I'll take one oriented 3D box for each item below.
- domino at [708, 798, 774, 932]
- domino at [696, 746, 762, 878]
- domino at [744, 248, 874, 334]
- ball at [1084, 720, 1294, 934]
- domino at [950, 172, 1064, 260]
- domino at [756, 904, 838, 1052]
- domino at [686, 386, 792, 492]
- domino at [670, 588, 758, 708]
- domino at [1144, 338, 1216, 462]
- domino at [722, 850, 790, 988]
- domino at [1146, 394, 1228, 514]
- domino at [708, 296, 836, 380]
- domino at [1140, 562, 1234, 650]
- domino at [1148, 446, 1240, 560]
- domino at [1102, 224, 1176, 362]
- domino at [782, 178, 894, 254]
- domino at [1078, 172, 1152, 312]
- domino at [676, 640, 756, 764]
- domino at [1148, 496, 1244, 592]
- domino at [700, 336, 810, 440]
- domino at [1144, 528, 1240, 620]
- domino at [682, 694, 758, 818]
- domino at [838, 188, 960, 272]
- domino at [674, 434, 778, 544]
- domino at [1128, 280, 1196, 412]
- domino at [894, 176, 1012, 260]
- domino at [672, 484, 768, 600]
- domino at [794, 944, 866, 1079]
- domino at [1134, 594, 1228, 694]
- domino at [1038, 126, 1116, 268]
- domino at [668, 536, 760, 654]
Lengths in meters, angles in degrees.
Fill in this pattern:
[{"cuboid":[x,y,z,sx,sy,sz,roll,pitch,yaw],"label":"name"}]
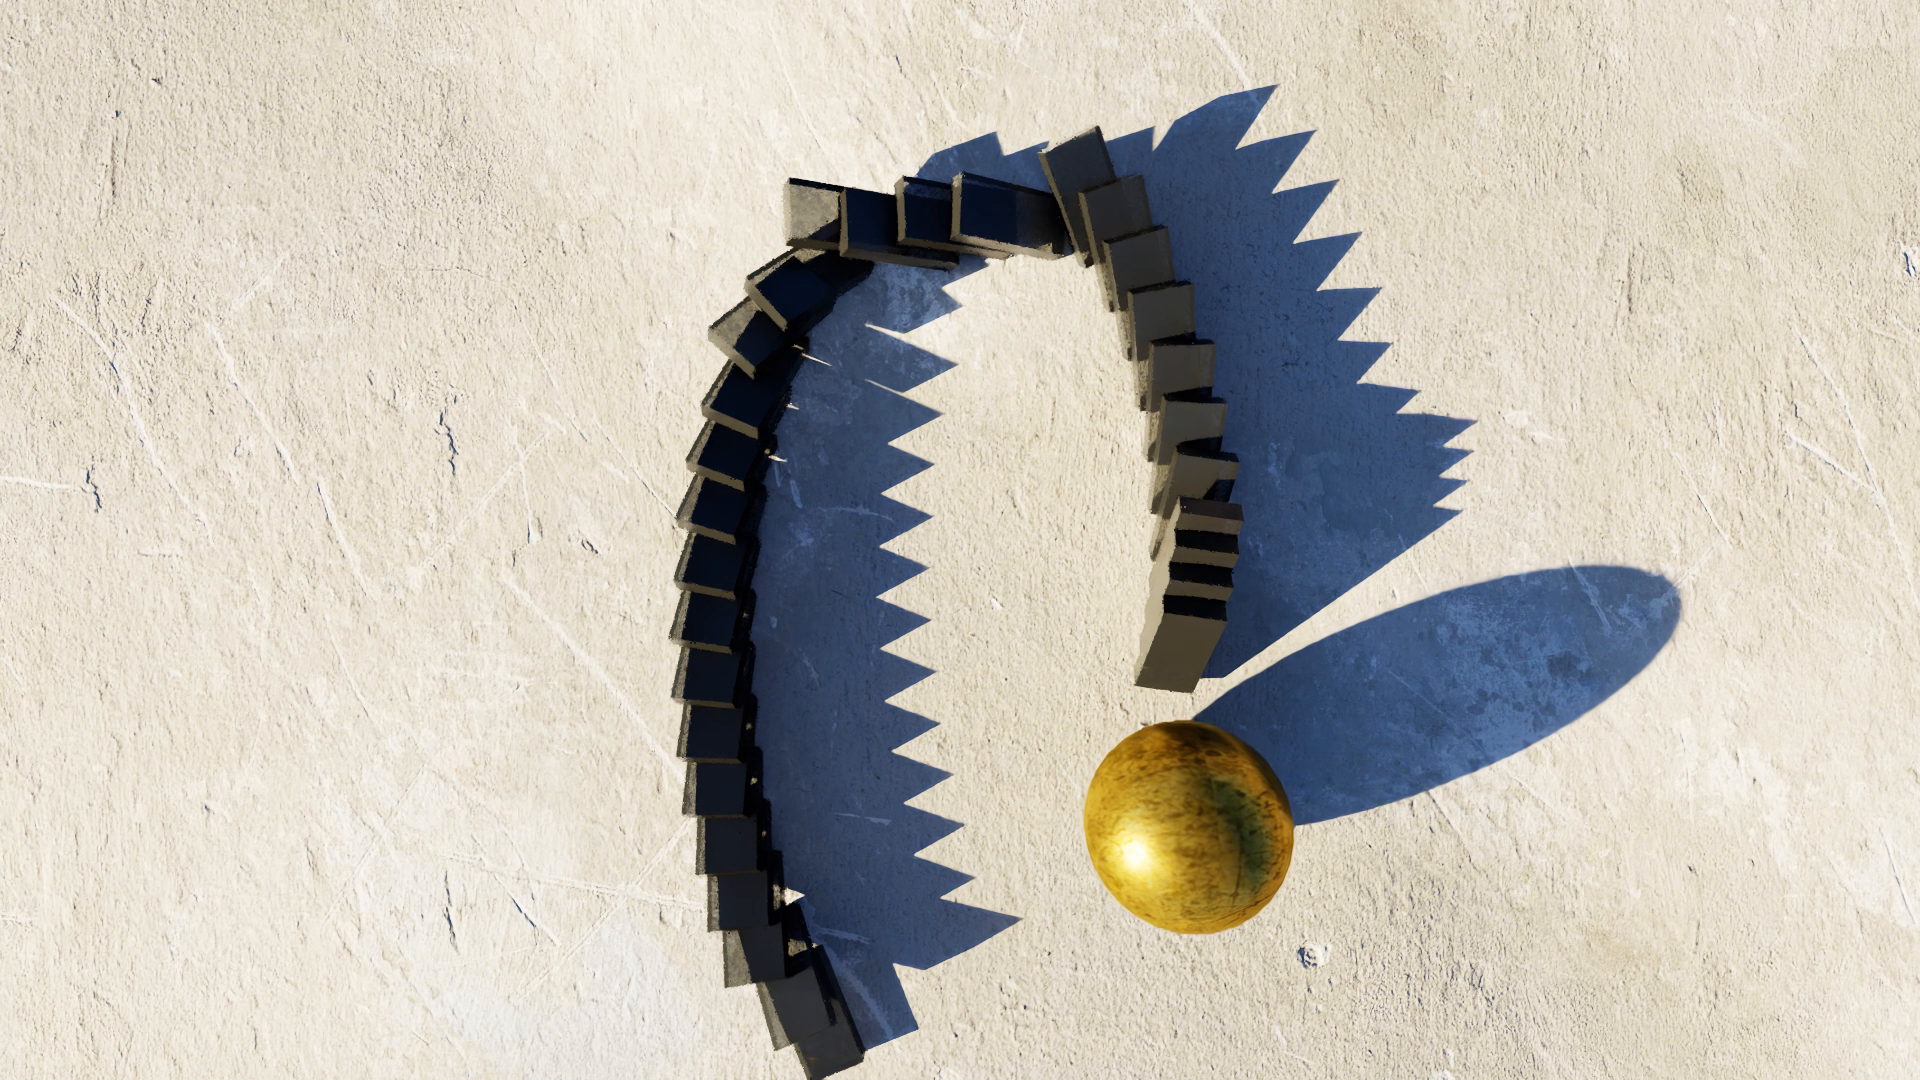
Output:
[{"cuboid":[-0.092,0.136,0.385,0.025,0.010,0.050,-7,65,0],"label":"domino"},{"cuboid":[-0.097,0.114,0.385,0.025,0.010,0.050,-5,65,0],"label":"domino"},{"cuboid":[-0.063,-0.111,0.385,0.025,0.010,0.050,48,64,0],"label":"domino"},{"cuboid":[0.089,0.112,0.360,0.080,0.080,0.080,0,90,0],"label":"ball"},{"cuboid":[0.020,-0.135,0.384,0.050,0.010,0.025,2,90,-27],"label":"domino"},{"cuboid":[-0.072,0.183,0.385,0.025,0.009,0.050,-25,66,-1],"label":"domino"},{"cuboid":[-0.092,-0.047,0.385,0.025,0.009,0.050,20,65,0],"label":"domino"},{"cuboid":[-0.103,0.044,0.385,0.025,0.010,0.050,5,65,0],"label":"domino"},{"cuboid":[0.092,-0.058,0.385,0.025,0.009,0.050,-2,116,0],"label":"domino"},{"cuboid":[-0.087,0.159,0.386,0.025,0.010,0.050,-10,66,0],"label":"domino"},{"cuboid":[0.095,-0.035,0.385,0.025,0.010,0.050,3,115,0],"label":"domino"},{"cuboid":[-0.079,-0.093,0.384,0.025,0.009,0.050,41,63,1],"label":"domino"},{"cuboid":[0.092,0.031,0.379,0.025,0.050,0.010,8,46,0],"label":"domino"},{"cuboid":[0.097,-0.013,0.384,0.025,0.010,0.050,8,120,0],"label":"domino"},{"cuboid":[0.077,-0.103,0.385,0.025,0.009,0.050,-16,116,0],"label":"domino"},{"cuboid":[-0.048,-0.134,0.383,0.050,0.009,0.025,-1,84,-27],"label":"domino"},{"cuboid":[0.068,-0.124,0.384,0.025,0.010,0.050,-19,116,-1],"label":"domino"},{"cuboid":[-0.102,0.067,0.385,0.025,0.010,0.050,1,65,0],"label":"domino"},{"cuboid":[0.097,0.005,0.379,0.025,0.050,0.010,8,46,0],"label":"domino"},{"cuboid":[-0.085,-0.069,0.385,0.025,0.009,0.050,23,64,0],"label":"domino"},{"cuboid":[0.095,0.018,0.379,0.025,0.050,0.010,8,46,0],"label":"domino"},{"cuboid":[-0.100,0.090,0.385,0.025,0.010,0.050,-1,65,0],"label":"domino"},{"cuboid":[-0.025,-0.129,0.383,0.050,0.010,0.025,-1,85,-27],"label":"domino"},{"cuboid":[-0.097,-0.025,0.385,0.025,0.009,0.050,17,65,0],"label":"domino"},{"cuboid":[0.085,-0.081,0.385,0.025,0.009,0.050,-10,116,0],"label":"domino"},{"cuboid":[-0.002,-0.134,0.384,0.050,0.009,0.025,-1,89,-27],"label":"domino"},{"cuboid":[-0.100,-0.002,0.385,0.025,0.010,0.050,11,65,0],"label":"domino"},{"cuboid":[-0.062,0.204,0.395,0.025,0.010,0.050,-22,90,0],"label":"domino"},{"cuboid":[0.090,0.044,0.379,0.025,0.050,0.009,8,46,0],"label":"domino"},{"cuboid":[0.054,-0.143,0.384,0.025,0.009,0.050,-27,117,-2],"label":"domino"},{"cuboid":[-0.102,0.021,0.385,0.025,0.009,0.050,9,65,0],"label":"domino"}]
